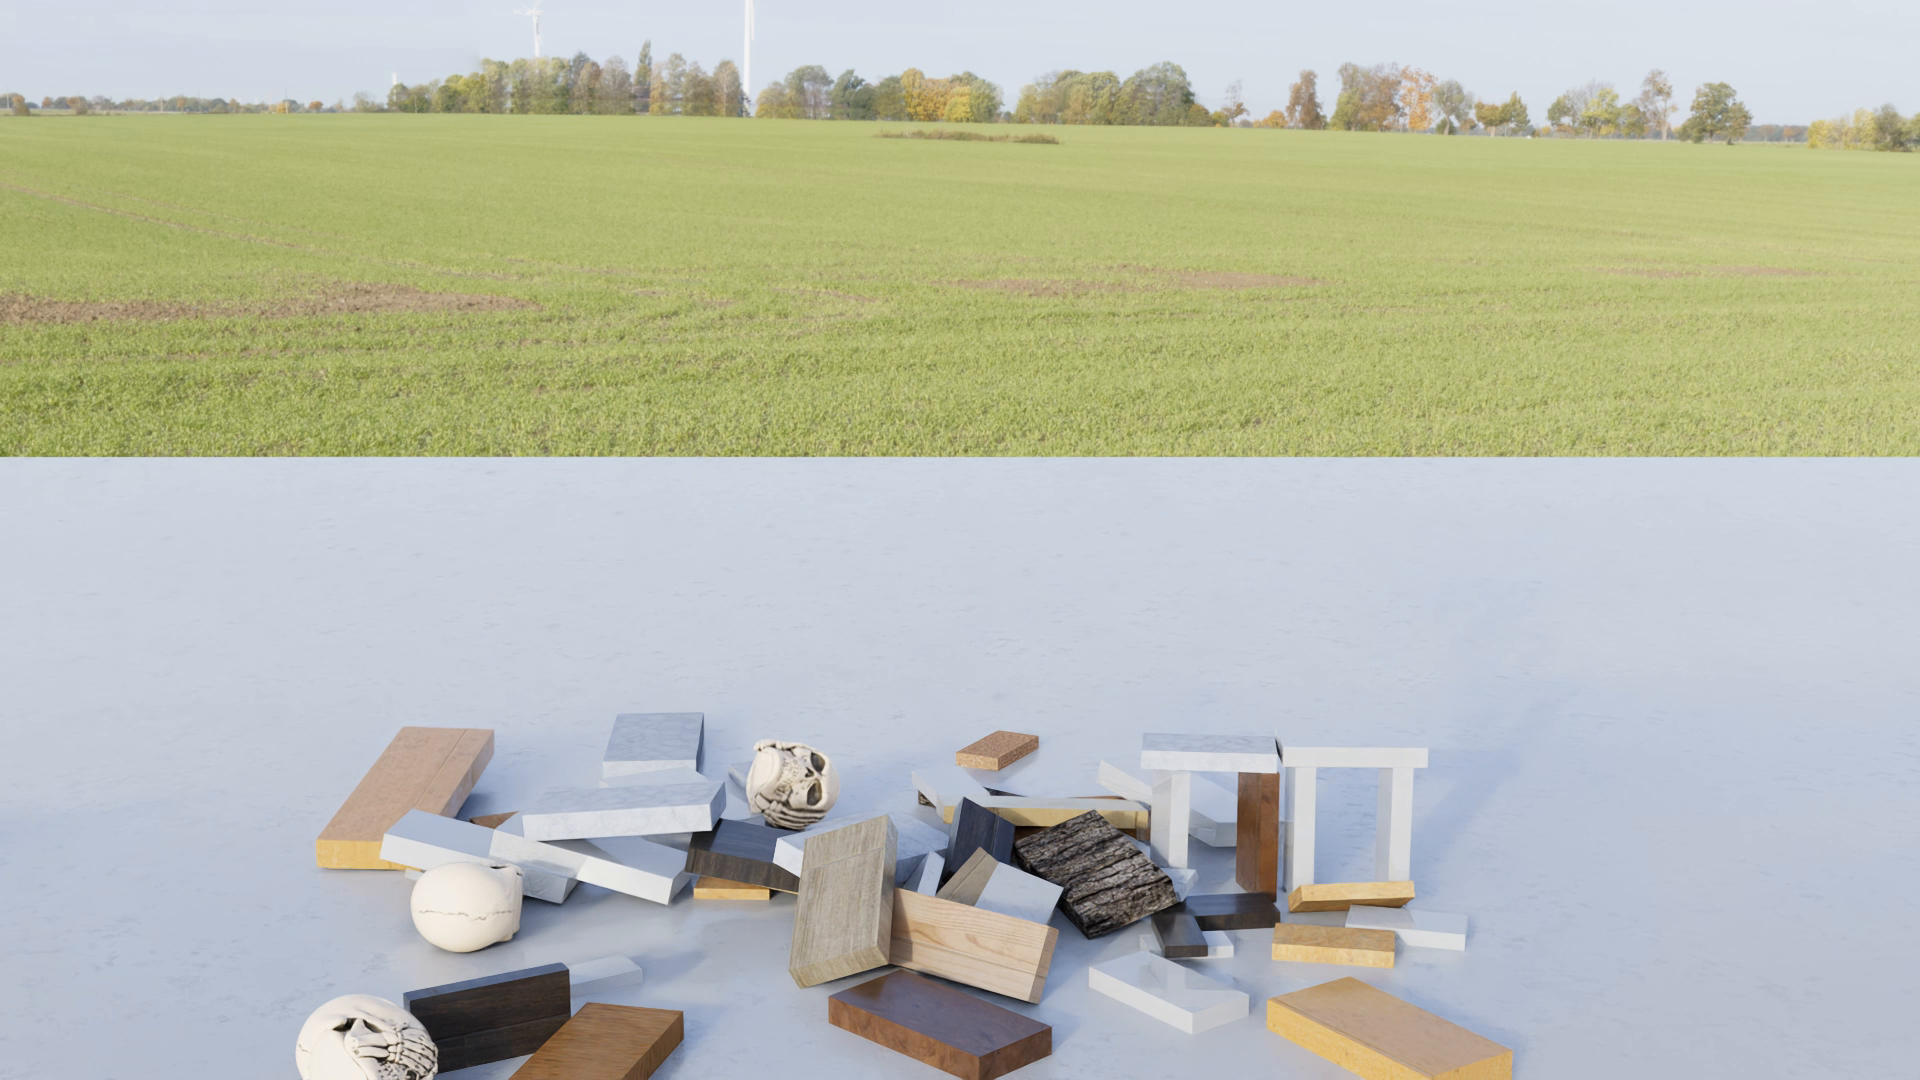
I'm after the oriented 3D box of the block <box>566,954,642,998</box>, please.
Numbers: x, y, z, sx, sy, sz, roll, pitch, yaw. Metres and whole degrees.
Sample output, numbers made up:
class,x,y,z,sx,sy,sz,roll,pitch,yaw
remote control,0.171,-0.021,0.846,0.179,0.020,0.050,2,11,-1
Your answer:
class,x,y,z,sx,sy,sz,roll,pitch,yaw
block,-0.589,0.657,3.254,0.227,0.021,0.072,-7,13,-32

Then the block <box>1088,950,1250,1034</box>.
class,x,y,z,sx,sy,sz,roll,pitch,yaw
block,0.303,0.659,3.213,0.111,0.031,0.222,-8,13,-37

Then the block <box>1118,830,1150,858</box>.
class,x,y,z,sx,sy,sz,roll,pitch,yaw
block,0.280,0.549,3.814,0.097,0.027,0.194,-5,12,-25

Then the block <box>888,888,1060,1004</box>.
class,x,y,z,sx,sy,sz,roll,pitch,yaw
block,-0.010,0.602,3.296,0.328,0.112,0.032,8,-15,36

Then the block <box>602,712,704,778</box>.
class,x,y,z,sx,sy,sz,roll,pitch,yaw
block,-0.615,0.420,4.443,0.180,0.051,0.359,-1,11,-4

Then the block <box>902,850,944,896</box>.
class,x,y,z,sx,sy,sz,roll,pitch,yaw
block,-0.074,0.572,3.490,0.029,0.103,0.206,35,11,-2

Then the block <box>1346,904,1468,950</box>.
class,x,y,z,sx,sy,sz,roll,pitch,yaw
block,0.706,0.612,3.478,0.184,0.026,0.092,3,11,15

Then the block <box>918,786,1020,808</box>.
class,x,y,z,sx,sy,sz,roll,pitch,yaw
block,0.024,0.490,4.136,0.188,0.027,0.094,8,13,37

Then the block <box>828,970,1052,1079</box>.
class,x,y,z,sx,sy,sz,roll,pitch,yaw
block,-0.031,0.679,3.080,0.299,0.041,0.144,10,15,44

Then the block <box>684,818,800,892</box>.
class,x,y,z,sx,sy,sz,roll,pitch,yaw
block,-0.296,0.526,3.627,0.298,0.042,0.149,11,14,-4

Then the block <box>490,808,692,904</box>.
class,x,y,z,sx,sy,sz,roll,pitch,yaw
block,-0.612,0.526,3.677,0.309,0.044,0.154,15,9,5

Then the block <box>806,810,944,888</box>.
class,x,y,z,sx,sy,sz,roll,pitch,yaw
block,-0.121,0.539,3.828,0.149,0.042,0.298,-9,14,-39

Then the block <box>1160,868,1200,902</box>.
class,x,y,z,sx,sy,sz,roll,pitch,yaw
block,0.315,0.562,3.590,0.135,0.019,0.066,-3,24,35

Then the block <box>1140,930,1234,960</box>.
class,x,y,z,sx,sy,sz,roll,pitch,yaw
block,0.351,0.629,3.408,0.132,0.019,0.066,-2,11,-8

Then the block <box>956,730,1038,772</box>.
class,x,y,z,sx,sy,sz,roll,pitch,yaw
block,0.077,0.428,4.471,0.094,0.027,0.188,5,12,27

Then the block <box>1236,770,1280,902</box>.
class,x,y,z,sx,sy,sz,roll,pitch,yaw
block,0.495,0.480,3.658,0.031,0.221,0.110,-2,11,-13

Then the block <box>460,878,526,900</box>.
class,x,y,z,sx,sy,sz,roll,pitch,yaw
block,-0.770,0.569,3.652,0.107,0.015,0.054,14,4,5

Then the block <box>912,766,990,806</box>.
class,x,y,z,sx,sy,sz,roll,pitch,yaw
block,-0.019,0.465,4.123,0.094,0.027,0.188,-3,11,-17

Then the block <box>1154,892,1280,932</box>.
class,x,y,z,sx,sy,sz,roll,pitch,yaw
block,0.412,0.600,3.543,0.186,0.026,0.093,-2,11,-8

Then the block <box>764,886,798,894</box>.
class,x,y,z,sx,sy,sz,roll,pitch,yaw
block,-0.291,0.567,3.672,0.125,0.018,0.063,12,11,2

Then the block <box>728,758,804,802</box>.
class,x,y,z,sx,sy,sz,roll,pitch,yaw
block,-0.377,0.466,4.265,0.093,0.026,0.186,-4,11,-22

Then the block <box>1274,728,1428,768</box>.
class,x,y,z,sx,sy,sz,roll,pitch,yaw
block,0.644,0.342,3.629,0.234,0.033,0.117,0,11,1

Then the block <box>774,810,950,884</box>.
class,x,y,z,sx,sy,sz,roll,pitch,yaw
block,-0.148,0.514,3.619,0.149,0.042,0.298,22,17,36

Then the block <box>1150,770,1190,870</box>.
class,x,y,z,sx,sy,sz,roll,pitch,yaw
block,0.348,0.480,3.656,0.031,0.220,0.110,-1,11,-11

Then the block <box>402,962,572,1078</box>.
class,x,y,z,sx,sy,sz,roll,pitch,yaw
block,-0.644,0.656,3.008,0.223,0.112,0.032,-6,12,-29

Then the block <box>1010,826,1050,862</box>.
class,x,y,z,sx,sy,sz,roll,pitch,yaw
block,0.122,0.530,3.842,0.194,0.027,0.097,6,23,42

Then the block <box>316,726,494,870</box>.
class,x,y,z,sx,sy,sz,roll,pitch,yaw
block,-1.013,0.468,4.061,0.180,0.051,0.589,2,14,0

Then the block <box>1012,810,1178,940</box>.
class,x,y,z,sx,sy,sz,roll,pitch,yaw
block,0.217,0.545,3.613,0.157,0.044,0.314,-20,20,-14

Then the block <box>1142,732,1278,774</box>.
class,x,y,z,sx,sy,sz,roll,pitch,yaw
block,0.413,0.353,3.651,0.221,0.031,0.110,1,11,6

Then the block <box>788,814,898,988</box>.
class,x,y,z,sx,sy,sz,roll,pitch,yaw
block,-0.175,0.547,3.351,0.144,0.041,0.287,-18,32,14

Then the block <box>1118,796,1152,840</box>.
class,x,y,z,sx,sy,sz,roll,pitch,yaw
block,0.351,0.509,4.034,0.093,0.026,0.186,-1,11,-6

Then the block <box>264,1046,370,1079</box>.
class,x,y,z,sx,sy,sz,roll,pitch,yaw
block,-0.865,0.716,2.933,0.072,0.021,0.145,5,12,26

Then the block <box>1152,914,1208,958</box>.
class,x,y,z,sx,sy,sz,roll,pitch,yaw
block,0.339,0.612,3.398,0.066,0.019,0.132,-1,11,-4

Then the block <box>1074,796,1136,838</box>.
class,x,y,z,sx,sy,sz,roll,pitch,yaw
block,0.258,0.511,4.020,0.093,0.026,0.202,-1,11,-6

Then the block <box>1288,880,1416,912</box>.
class,x,y,z,sx,sy,sz,roll,pitch,yaw
block,0.631,0.576,3.552,0.184,0.026,0.092,-1,-21,-6

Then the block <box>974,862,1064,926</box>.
class,x,y,z,sx,sy,sz,roll,pitch,yaw
block,0.081,0.585,3.431,0.111,0.031,0.222,21,23,9

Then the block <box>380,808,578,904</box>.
class,x,y,z,sx,sy,sz,roll,pitch,yaw
block,-0.793,0.527,3.676,0.309,0.044,0.154,14,9,1

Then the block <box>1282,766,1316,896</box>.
class,x,y,z,sx,sy,sz,roll,pitch,yaw
block,0.563,0.474,3.651,0.033,0.234,0.117,0,11,0

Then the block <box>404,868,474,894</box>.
class,x,y,z,sx,sy,sz,roll,pitch,yaw
block,-0.861,0.564,3.632,0.107,0.015,0.054,19,-11,-19

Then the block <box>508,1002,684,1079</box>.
class,x,y,z,sx,sy,sz,roll,pitch,yaw
block,-0.489,0.701,2.958,0.144,0.041,0.287,2,11,13

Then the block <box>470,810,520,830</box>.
class,x,y,z,sx,sy,sz,roll,pitch,yaw
block,-0.812,0.516,4.010,0.145,0.021,0.072,-5,12,-27

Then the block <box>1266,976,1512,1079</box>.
class,x,y,z,sx,sy,sz,roll,pitch,yaw
block,0.586,0.687,3.026,0.157,0.044,0.314,-7,13,-33

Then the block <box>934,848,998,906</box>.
class,x,y,z,sx,sy,sz,roll,pitch,yaw
block,0.029,0.570,3.502,0.103,0.029,0.206,39,24,7

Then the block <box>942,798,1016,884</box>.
class,x,y,z,sx,sy,sz,roll,pitch,yaw
block,0.032,0.520,3.661,0.103,0.029,0.206,30,28,-9

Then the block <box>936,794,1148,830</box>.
class,x,y,z,sx,sy,sz,roll,pitch,yaw
block,0.145,0.483,3.912,0.362,0.031,0.111,3,3,-8

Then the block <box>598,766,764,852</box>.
class,x,y,z,sx,sy,sz,roll,pitch,yaw
block,-0.514,0.496,4.036,0.180,0.051,0.359,-6,12,-29

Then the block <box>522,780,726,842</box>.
class,x,y,z,sx,sy,sz,roll,pitch,yaw
block,-0.554,0.450,3.654,0.309,0.044,0.154,-4,8,4

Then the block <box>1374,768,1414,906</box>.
class,x,y,z,sx,sy,sz,roll,pitch,yaw
block,0.720,0.474,3.651,0.033,0.234,0.117,0,11,0

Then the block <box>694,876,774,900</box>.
class,x,y,z,sx,sy,sz,roll,pitch,yaw
block,-0.377,0.581,3.671,0.125,0.018,0.063,0,11,3

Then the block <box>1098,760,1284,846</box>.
class,x,y,z,sx,sy,sz,roll,pitch,yaw
block,0.419,0.478,4.023,0.157,0.044,0.358,3,11,-33

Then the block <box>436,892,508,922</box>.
class,x,y,z,sx,sy,sz,roll,pitch,yaw
block,-0.795,0.598,3.583,0.107,0.015,0.054,6,12,31

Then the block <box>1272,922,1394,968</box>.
class,x,y,z,sx,sy,sz,roll,pitch,yaw
block,0.578,0.627,3.400,0.184,0.026,0.092,2,11,11
